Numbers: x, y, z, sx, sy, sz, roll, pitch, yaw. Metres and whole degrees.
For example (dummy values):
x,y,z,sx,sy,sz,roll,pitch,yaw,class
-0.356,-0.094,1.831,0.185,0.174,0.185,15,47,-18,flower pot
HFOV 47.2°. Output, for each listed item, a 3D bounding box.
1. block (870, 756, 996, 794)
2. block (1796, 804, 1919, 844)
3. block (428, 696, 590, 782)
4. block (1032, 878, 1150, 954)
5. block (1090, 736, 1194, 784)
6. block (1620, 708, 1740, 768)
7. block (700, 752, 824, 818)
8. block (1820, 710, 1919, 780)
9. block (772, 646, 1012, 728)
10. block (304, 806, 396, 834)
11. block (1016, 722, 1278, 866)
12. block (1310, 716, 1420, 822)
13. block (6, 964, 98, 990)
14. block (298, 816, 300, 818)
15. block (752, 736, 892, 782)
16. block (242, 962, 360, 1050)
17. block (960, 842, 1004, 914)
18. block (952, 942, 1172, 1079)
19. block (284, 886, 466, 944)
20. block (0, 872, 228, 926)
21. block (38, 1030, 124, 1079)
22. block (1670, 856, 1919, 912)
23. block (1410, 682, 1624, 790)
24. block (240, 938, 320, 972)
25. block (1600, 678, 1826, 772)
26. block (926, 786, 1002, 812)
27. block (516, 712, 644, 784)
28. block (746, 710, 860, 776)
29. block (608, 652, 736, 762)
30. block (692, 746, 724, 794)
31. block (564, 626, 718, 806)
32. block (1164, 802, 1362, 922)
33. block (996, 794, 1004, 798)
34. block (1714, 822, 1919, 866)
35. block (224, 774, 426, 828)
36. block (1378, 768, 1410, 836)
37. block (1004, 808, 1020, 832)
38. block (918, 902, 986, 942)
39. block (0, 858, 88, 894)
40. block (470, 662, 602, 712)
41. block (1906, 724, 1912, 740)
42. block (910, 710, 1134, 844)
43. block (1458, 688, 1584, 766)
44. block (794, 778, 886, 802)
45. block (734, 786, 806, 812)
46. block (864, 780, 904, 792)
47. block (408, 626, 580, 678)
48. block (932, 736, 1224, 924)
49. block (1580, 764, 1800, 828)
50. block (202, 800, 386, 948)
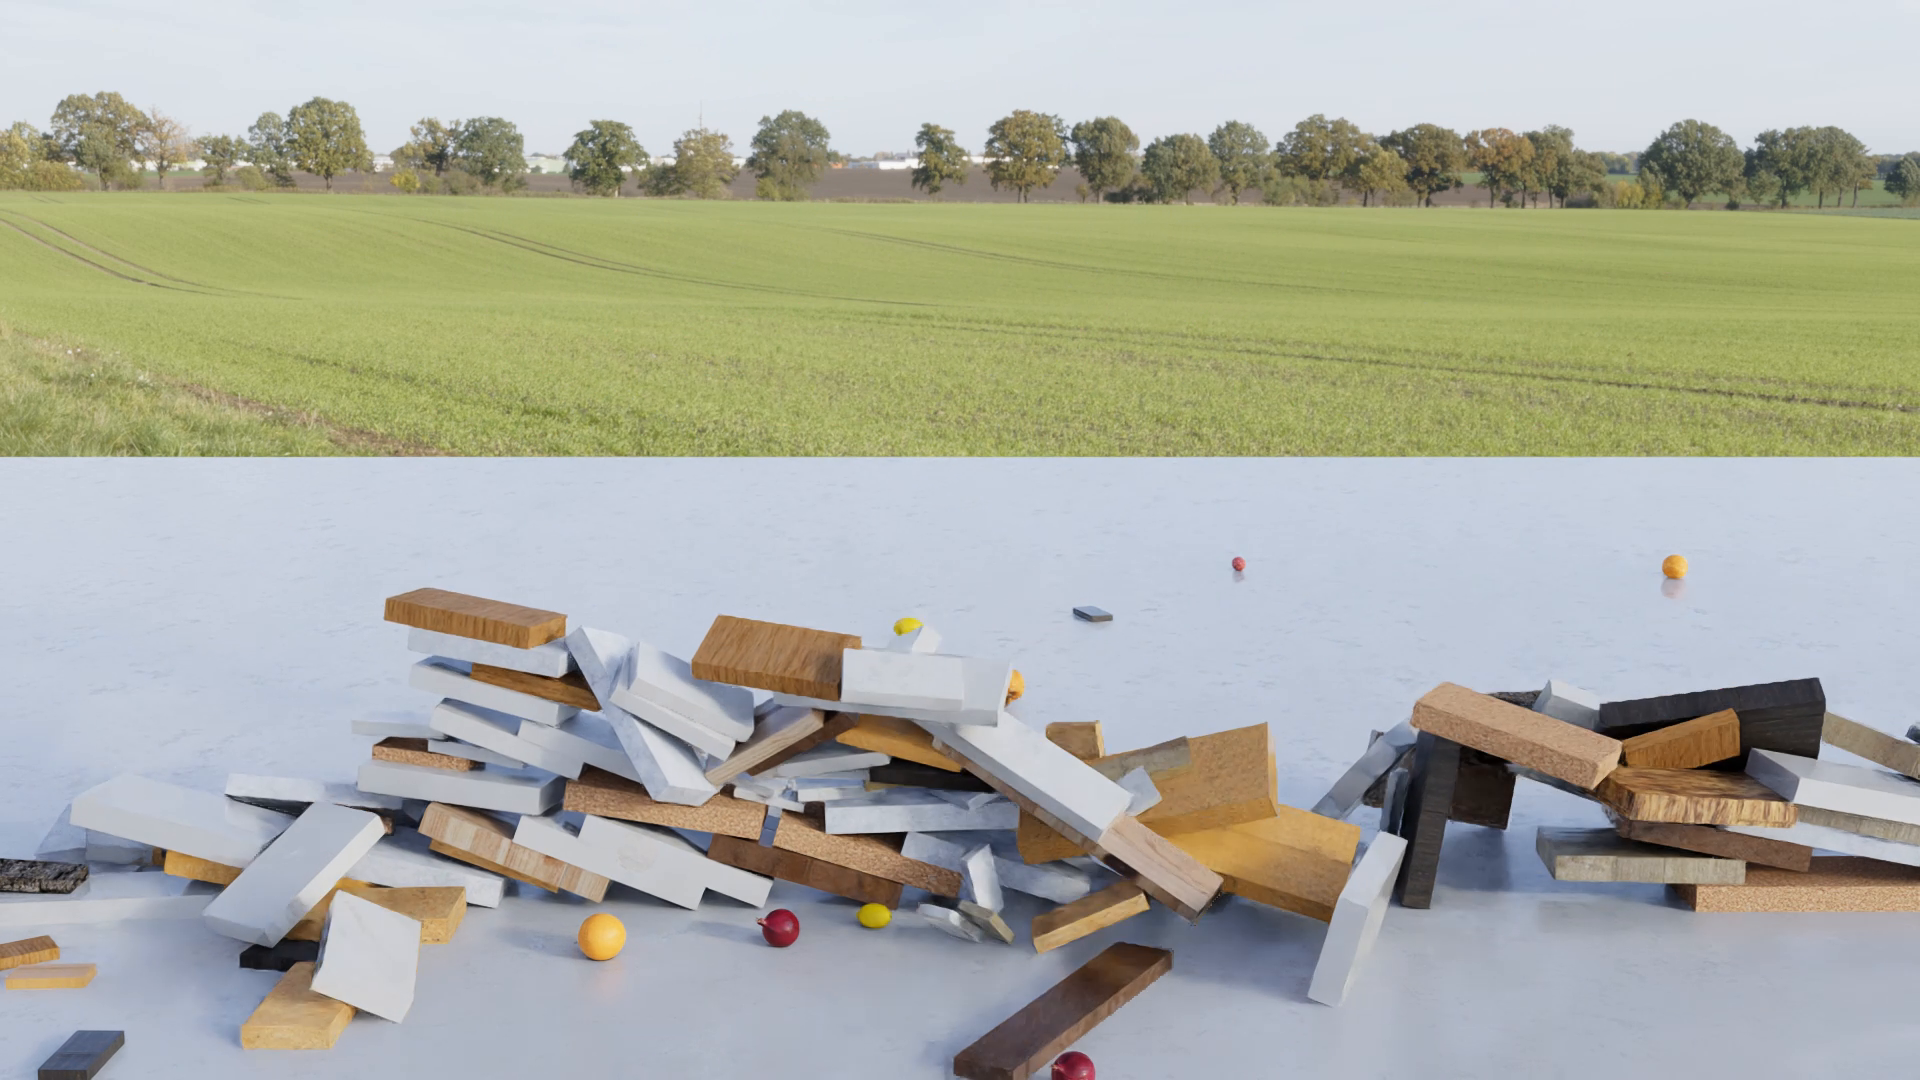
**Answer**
x,y,z,sx,sy,sz,roll,pitch,yaw,class
-0.037,0.356,3.570,0.203,0.029,0.102,5,39,8,block
1.451,0.441,3.597,0.263,0.037,0.131,11,11,2,block
-0.732,0.319,3.624,0.257,0.036,0.129,20,11,-1,block
0.203,0.583,3.431,0.186,0.026,0.093,-24,9,6,block
0.289,0.372,3.568,0.179,0.018,0.064,-19,36,11,block
1.167,0.337,3.563,0.185,0.092,0.026,-17,44,5,block
-0.442,0.455,3.971,0.448,0.149,0.042,-10,-1,-43,block
1.637,0.384,3.675,0.389,0.049,0.173,23,6,27,block
-0.106,0.225,3.476,0.359,0.034,0.121,5,38,10,block
-1.015,0.465,3.658,0.142,0.020,0.071,11,-5,-10,block
0.303,0.412,3.566,0.422,0.046,0.164,-14,37,18,block
0.661,0.437,3.759,0.043,0.307,0.153,46,27,15,block
-1.359,0.652,3.289,0.114,0.016,0.057,-1,11,-4,block
-1.163,0.481,3.912,0.355,0.020,0.071,-13,-27,-24,block
-0.222,0.335,3.595,0.235,0.029,0.102,-9,36,16,block
-0.931,0.667,3.160,0.121,0.034,0.242,0,11,1,block
0.036,0.551,3.529,0.016,0.116,0.058,3,25,41,block
0.157,0.673,3.151,0.092,0.026,0.502,5,11,30,block
-0.952,0.599,3.505,0.299,0.042,0.149,0,11,-2,block
-1.495,0.587,3.586,0.690,0.037,0.131,-1,11,-7,block
-1.198,0.704,3.002,0.066,0.019,0.131,0,11,0,block
1.649,0.570,3.655,0.902,0.044,0.154,0,11,0,block
0.887,0.309,3.505,0.301,0.043,0.150,19,18,27,block
-1.013,0.636,3.364,0.150,0.021,0.075,2,11,11,block
1.234,0.321,3.622,0.346,0.173,0.049,-8,46,8,block
0.004,0.405,3.583,0.064,0.018,0.129,-25,21,-28,block
-0.585,0.335,3.613,0.257,0.036,0.129,20,11,0,block
-0.252,0.294,3.547,0.220,0.031,0.110,-27,29,26,block
-0.455,0.266,3.514,0.211,0.030,0.105,29,24,-14,block
-0.433,0.370,3.636,0.108,0.015,0.054,42,10,-7,block
-0.514,0.283,3.543,0.039,0.319,0.136,-40,-24,14,block
0.467,0.494,3.553,0.328,0.046,0.164,16,49,12,block
0.096,0.388,3.562,0.100,0.014,0.050,-17,35,36,block
1.505,0.488,3.612,0.557,0.037,0.131,11,11,1,block
-1.076,0.443,3.742,0.306,0.037,0.131,4,-20,6,block
0.727,0.481,3.719,0.015,0.189,0.054,14,9,31,block
0.318,0.509,3.915,0.491,0.043,0.153,-1,10,-20,block
-0.013,0.593,3.409,0.058,0.016,0.116,7,-23,32,block
-1.643,0.540,3.592,0.406,0.023,0.082,4,10,-1,block
-0.675,0.228,3.598,0.221,0.031,0.110,14,11,9,block
1.690,0.358,3.715,0.090,0.025,0.179,20,7,-10,block
0.091,0.339,3.474,0.369,0.030,0.105,32,39,14,block
0.953,0.328,3.846,0.269,0.135,0.038,-2,38,-6,block
-0.199,0.408,3.639,0.144,0.020,0.072,-3,11,-9,block
-0.313,0.421,3.627,0.117,0.015,0.054,14,10,-3,block
-0.091,0.371,3.627,0.144,0.020,0.072,-9,38,-8,block
-0.753,0.173,3.600,0.261,0.037,0.131,9,10,11,block
0.183,0.427,3.458,0.497,0.026,0.093,33,40,15,block
1.162,0.407,3.504,0.301,0.043,0.150,5,12,-17,block
-1.050,0.524,3.474,0.136,0.039,0.273,7,37,29,block
